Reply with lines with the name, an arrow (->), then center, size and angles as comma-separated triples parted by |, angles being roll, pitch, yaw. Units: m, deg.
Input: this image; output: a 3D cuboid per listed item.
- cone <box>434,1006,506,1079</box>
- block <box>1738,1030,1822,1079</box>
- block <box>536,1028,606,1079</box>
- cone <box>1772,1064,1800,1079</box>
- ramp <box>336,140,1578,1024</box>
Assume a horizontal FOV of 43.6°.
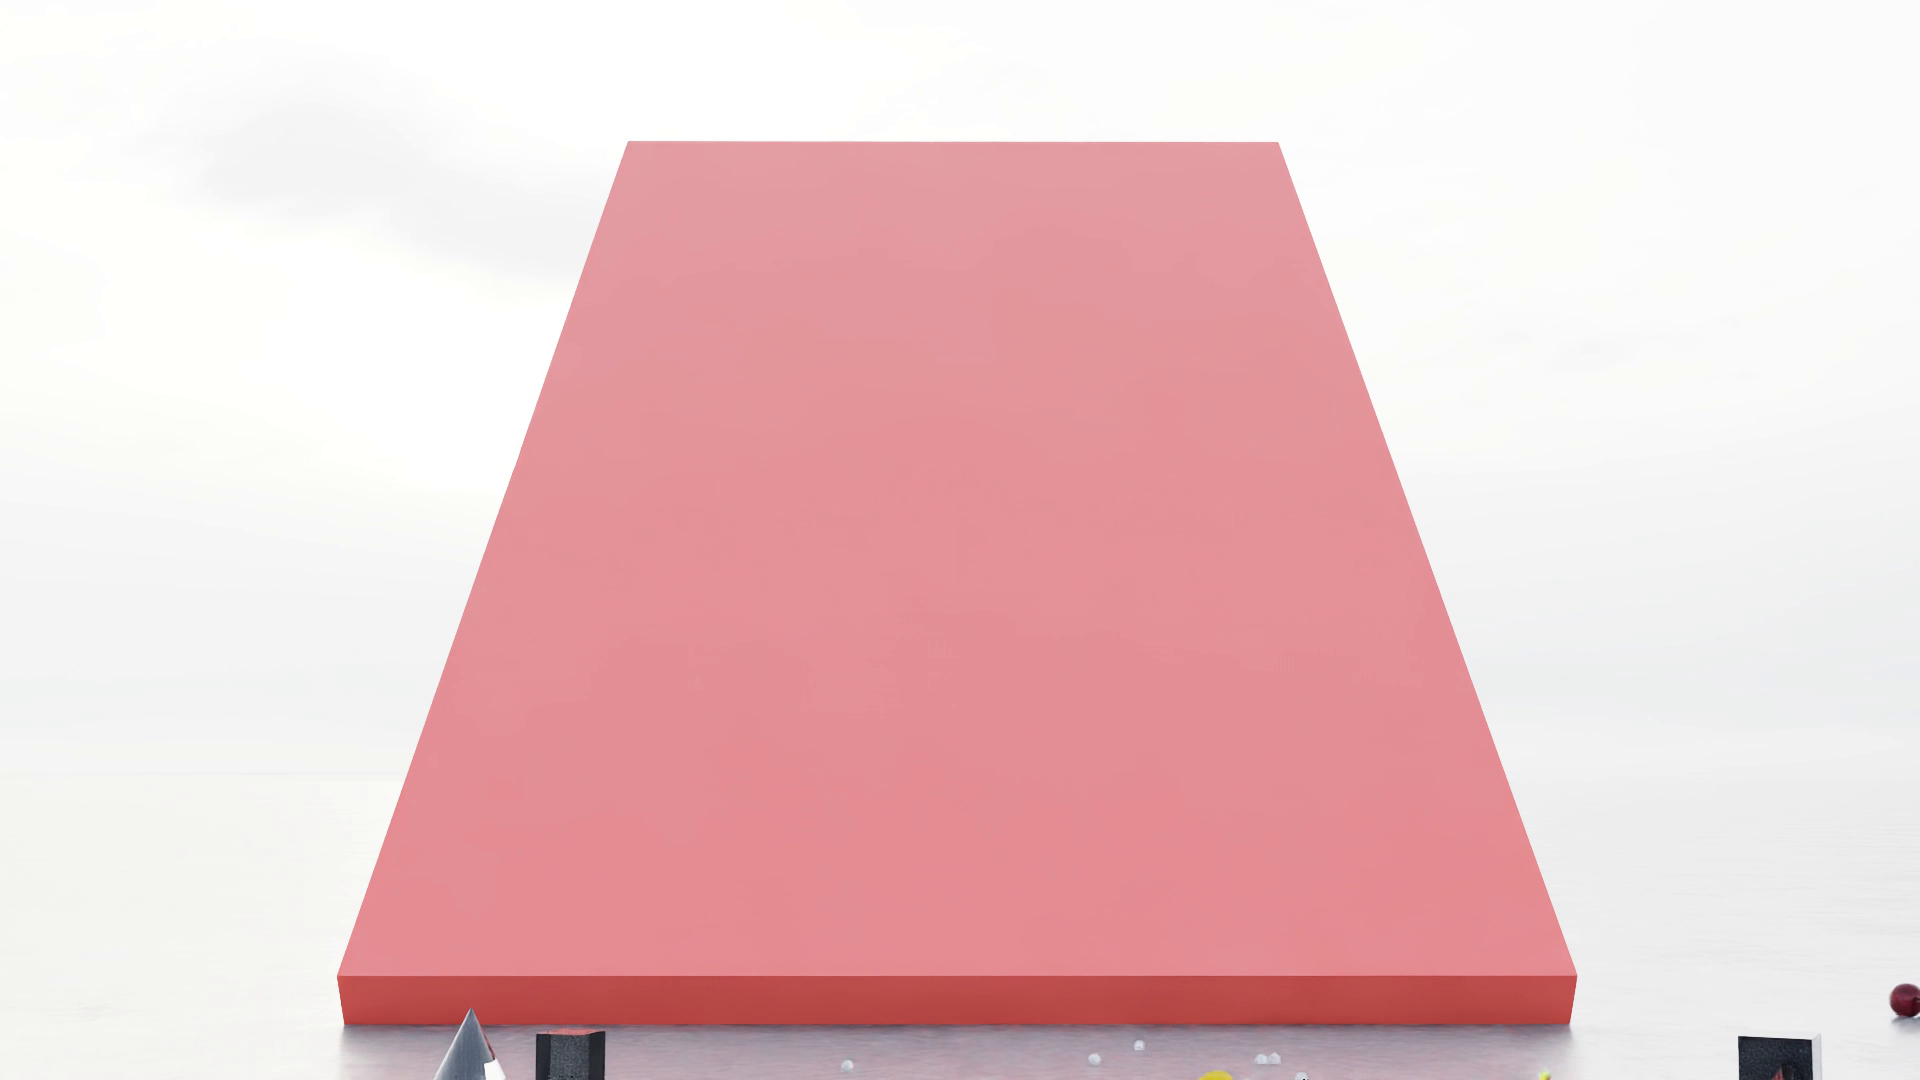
cone -> -0.657, 0.674, 3.219 | 0.095, 0.095, 0.095 | 0, -6, 0
block -> 1.011, 0.653, 2.955 | 0.086, 0.086, 0.086 | -3, -6, 27
block -> -0.515, 0.684, 3.170 | 0.066, 0.066, 0.066 | -2, -6, 21
cone -> 0.978, 0.674, 2.886 | 0.067, 0.067, 0.067 | -34, -22, 27
ramp -> -0.012, -0.218, 5.640 | 2.000, 0.100, 4.000 | 0, 29, 0
